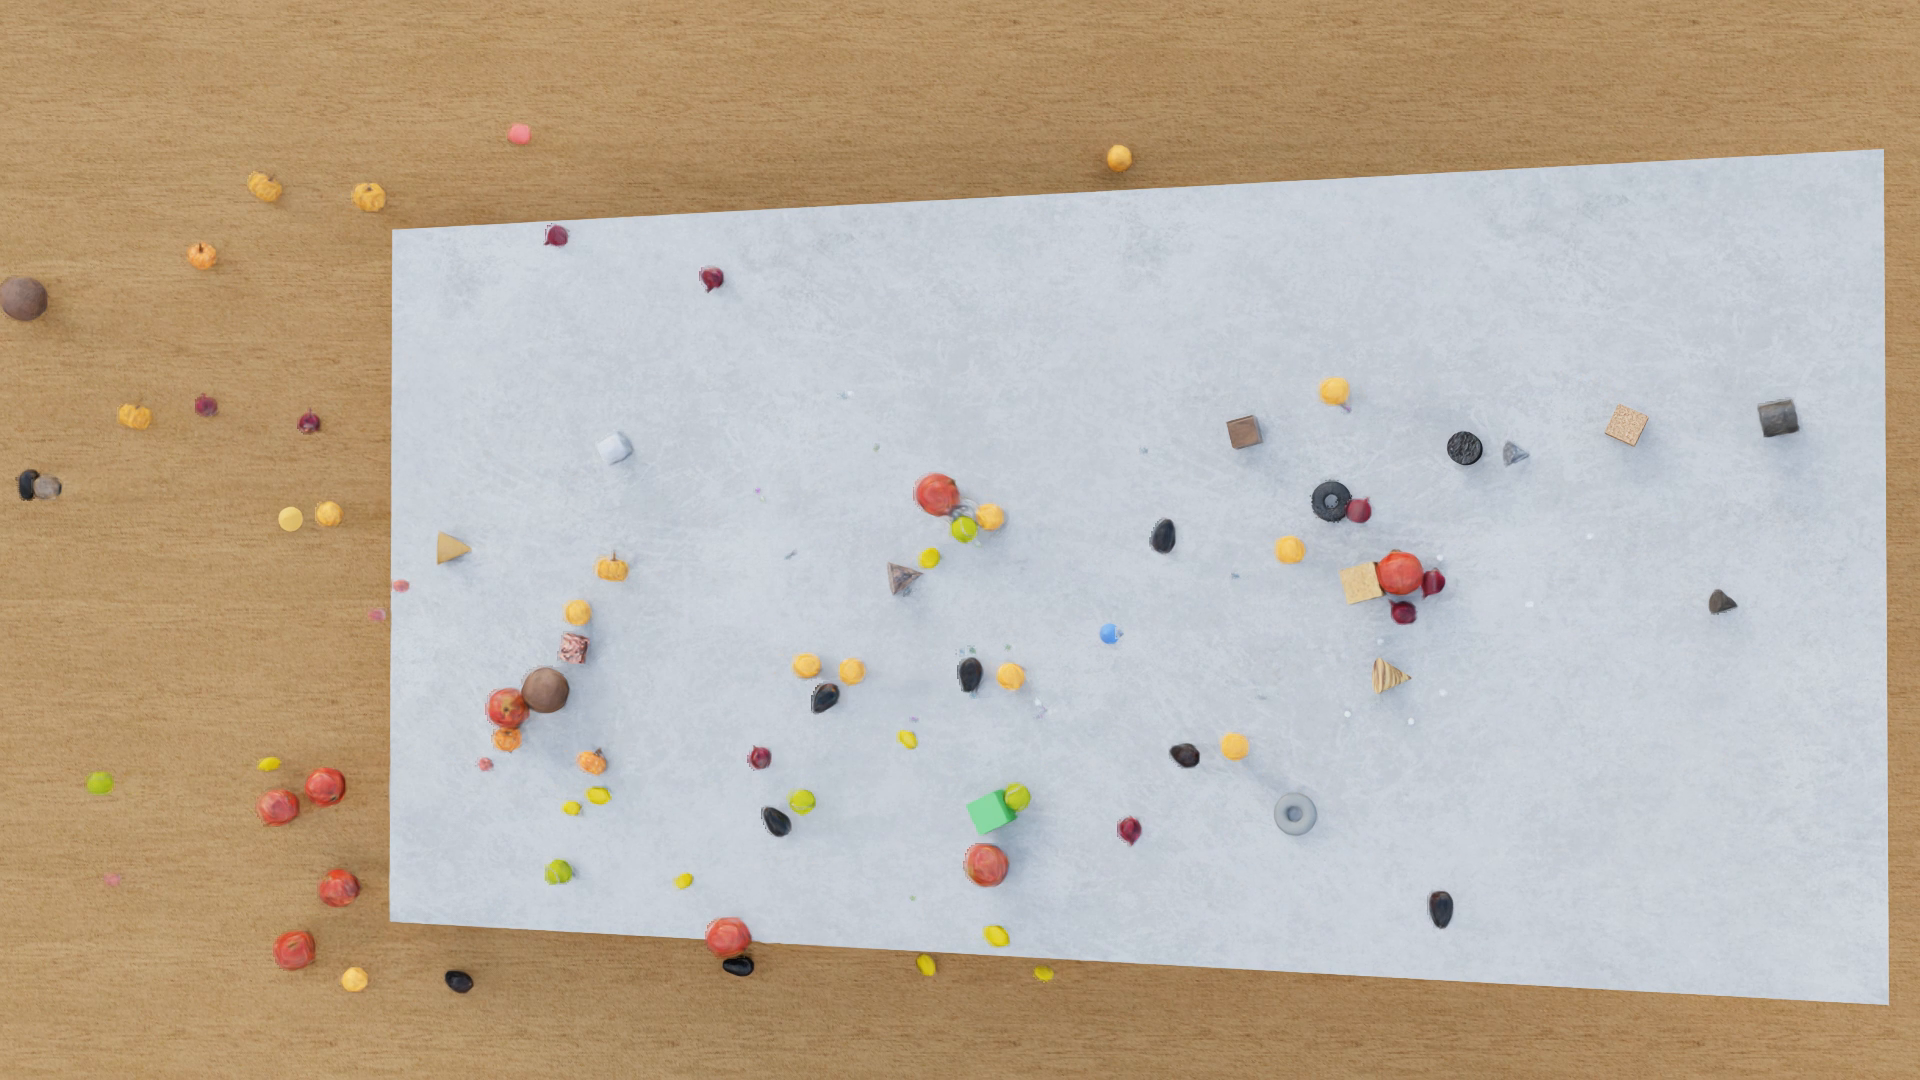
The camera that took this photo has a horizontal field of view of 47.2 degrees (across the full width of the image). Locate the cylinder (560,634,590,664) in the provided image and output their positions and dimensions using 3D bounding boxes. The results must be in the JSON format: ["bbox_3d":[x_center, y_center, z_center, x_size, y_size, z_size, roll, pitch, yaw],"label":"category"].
[{"bbox_3d":[-1.075,0.303,6.134,0.070,0.070,0.070,14,94,0],"label":"cylinder"}]

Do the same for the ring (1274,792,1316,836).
[{"bbox_3d":[0.844,0.691,5.535,0.109,0.036,0.109,-1,88,19],"label":"ring"}]

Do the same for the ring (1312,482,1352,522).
[{"bbox_3d":[0.932,-0.097,5.519,0.102,0.034,0.102,-1,88,18],"label":"ring"}]

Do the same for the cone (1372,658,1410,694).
[{"bbox_3d":[1.081,0.340,5.461,0.090,0.090,0.090,4,89,-9],"label":"cone"}]

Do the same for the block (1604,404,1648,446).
[{"bbox_3d":[1.602,-0.276,5.285,0.076,0.076,0.076,27,97,16],"label":"block"}]

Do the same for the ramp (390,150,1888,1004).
[{"bbox_3d":[0.275,0.093,5.796,4.000,0.100,2.000,0,89,18],"label":"ramp"}]

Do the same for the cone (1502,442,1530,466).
[{"bbox_3d":[1.370,-0.209,5.383,0.061,0.061,0.061,4,89,-9],"label":"cone"}]

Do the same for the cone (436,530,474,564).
[{"bbox_3d":[-1.437,0.023,6.269,0.098,0.098,0.098,3,89,-9],"label":"cone"}]

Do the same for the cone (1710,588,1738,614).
[{"bbox_3d":[1.826,0.151,5.232,0.061,0.061,0.061,12,89,-9],"label":"cone"}]

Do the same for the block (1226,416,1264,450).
[{"bbox_3d":[0.722,-0.273,5.570,0.069,0.069,0.069,-15,85,17],"label":"block"}]

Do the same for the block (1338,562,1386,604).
[{"bbox_3d":[1.001,0.107,5.466,0.087,0.087,0.087,-16,84,17],"label":"block"}]

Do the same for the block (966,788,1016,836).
[{"bbox_3d":[0.082,0.711,5.751,0.087,0.087,0.087,-28,81,15],"label":"block"}]

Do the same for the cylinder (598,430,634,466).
[{"bbox_3d":[-0.956,-0.254,6.103,0.073,0.073,0.073,-30,89,15],"label":"cylinder"}]

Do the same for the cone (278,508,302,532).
[{"bbox_3d":[-1.965,-0.062,6.419,0.072,0.072,0.072,0,89,0],"label":"cone"}]

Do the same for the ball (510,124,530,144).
[{"bbox_3d":[-1.288,-1.188,6.441,0.060,0.060,0.060,0,89,0],"label":"ball"}]

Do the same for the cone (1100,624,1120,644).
[{"bbox_3d":[0.380,0.243,5.680,0.054,0.054,0.054,0,89,18],"label":"cone"}]

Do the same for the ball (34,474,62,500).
[{"bbox_3d":[-2.657,-0.155,6.404,0.078,0.078,0.078,0,89,0],"label":"ball"}]

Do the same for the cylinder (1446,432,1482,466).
[{"bbox_3d":[1.239,-0.225,5.398,0.080,0.080,0.080,0,89,18],"label":"cylinder"}]

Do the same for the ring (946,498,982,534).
[{"bbox_3d":[0.010,-0.062,5.814,0.098,0.033,0.098,-1,88,19],"label":"ring"}]
